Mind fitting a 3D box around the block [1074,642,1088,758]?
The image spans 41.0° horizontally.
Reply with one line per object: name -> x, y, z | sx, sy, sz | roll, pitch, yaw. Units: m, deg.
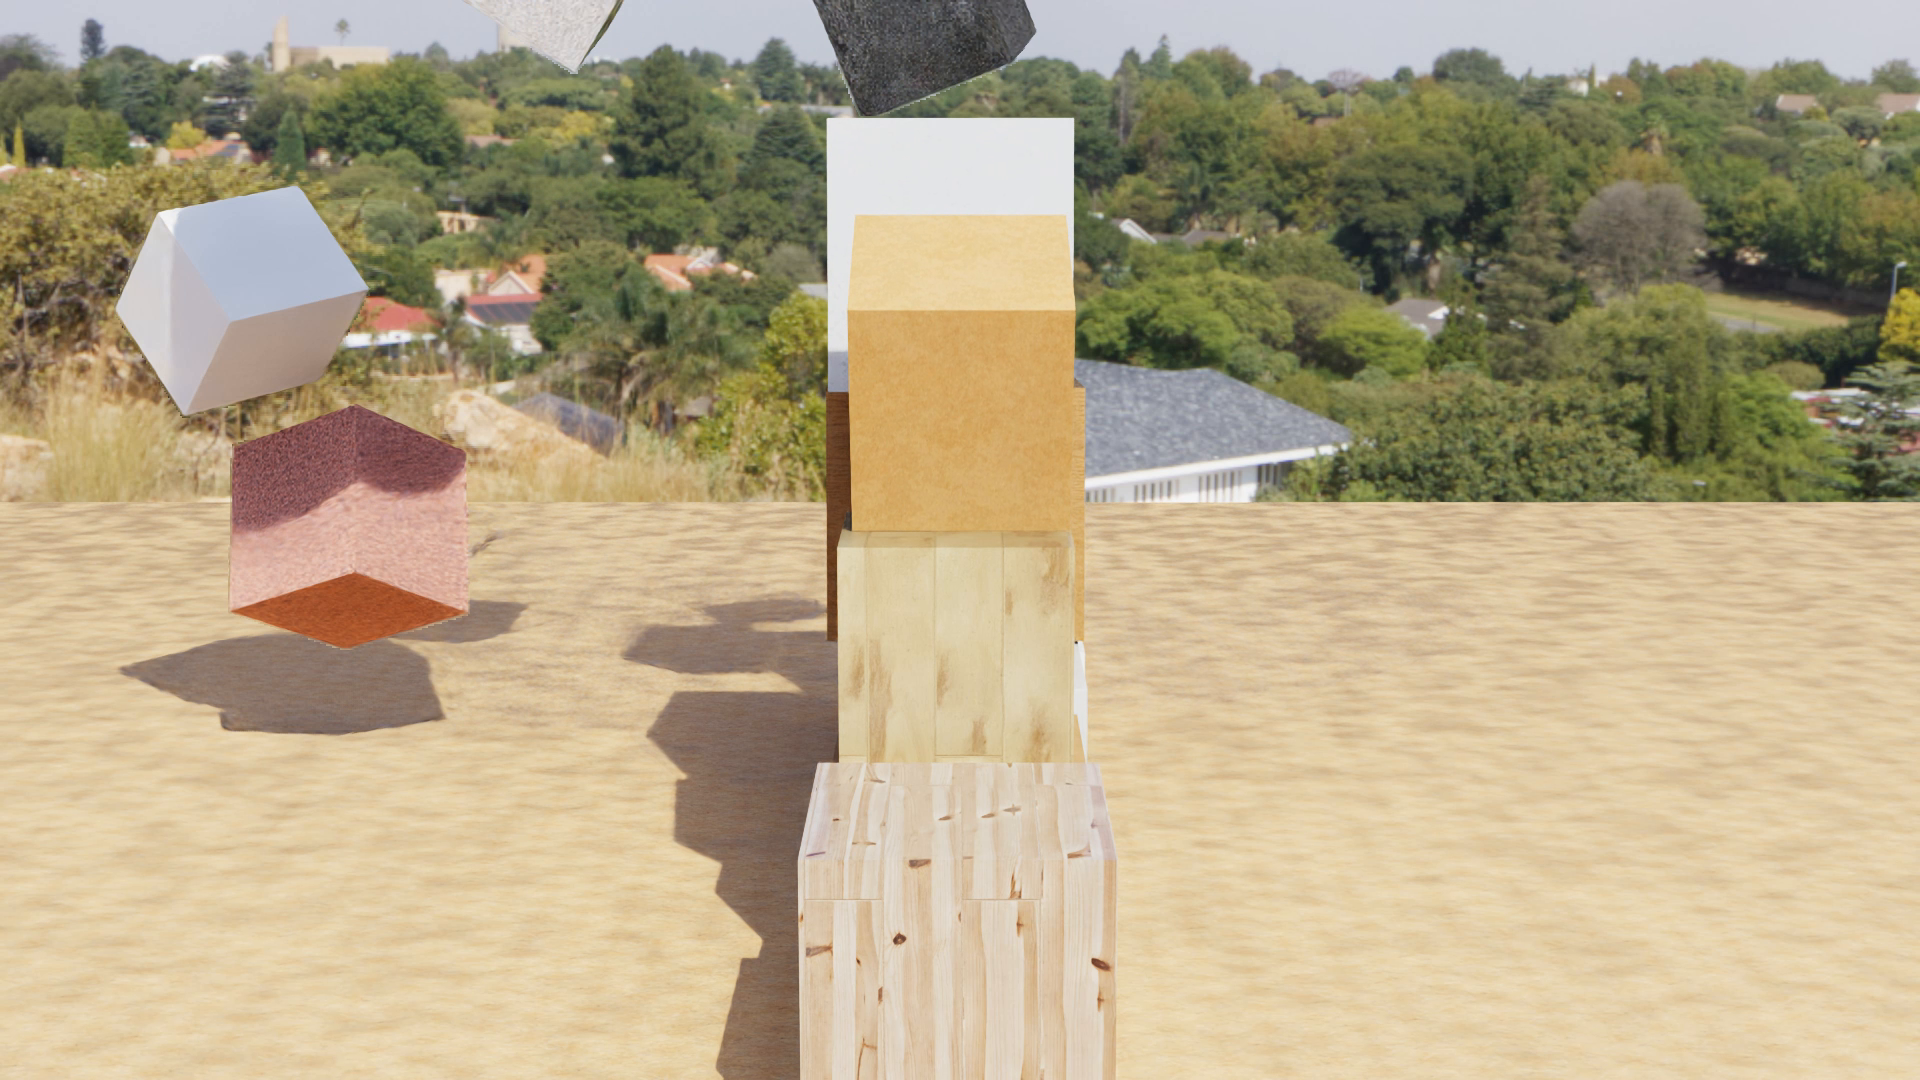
block -> 0.015, 1.038, 10.861 | 0.991, 1.072, 0.990 | 0, 10, 0

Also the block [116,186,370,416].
block -> -3.635, -1.218, 12.987 | 0.819, 0.701, 0.757 | -22, -20, -45

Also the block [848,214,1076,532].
block -> 0.004, -0.649, 9.836 | 0.822, 0.918, 0.876 | 0, 30, 0

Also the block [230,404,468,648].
block -> -3.180, -0.053, 13.397 | 0.854, 0.907, 0.841 | -16, -23, 27

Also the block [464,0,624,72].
block -> -1.993, -2.964, 12.588 | 0.873, 0.798, 0.786 | 32, 24, -11

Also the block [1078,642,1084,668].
block -> 0.016, 0.879, 11.947 | 1.067, 0.996, 1.183 | 0, 10, 0

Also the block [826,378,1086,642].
block -> -0.016, -0.163, 11.598 | 1.111, 1.094, 1.122 | 0, 6, 0

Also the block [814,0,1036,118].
block -> -0.172, -2.512, 12.036 | 0.757, 0.708, 0.810 | -19, 16, 16

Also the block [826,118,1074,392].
block -> -0.027, -1.220, 11.060 | 1.008, 1.117, 1.086 | 0, 6, 1

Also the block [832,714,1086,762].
block -> -0.003, 1.267, 9.880 | 0.945, 0.972, 1.002 | 0, 10, 0

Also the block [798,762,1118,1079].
block -> -0.006, 1.426, 8.796 | 1.015, 1.048, 1.167 | 0, 10, 0

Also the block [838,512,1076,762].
block -> -0.014, 0.364, 9.819 | 0.868, 0.827, 0.791 | 0, 10, 0
